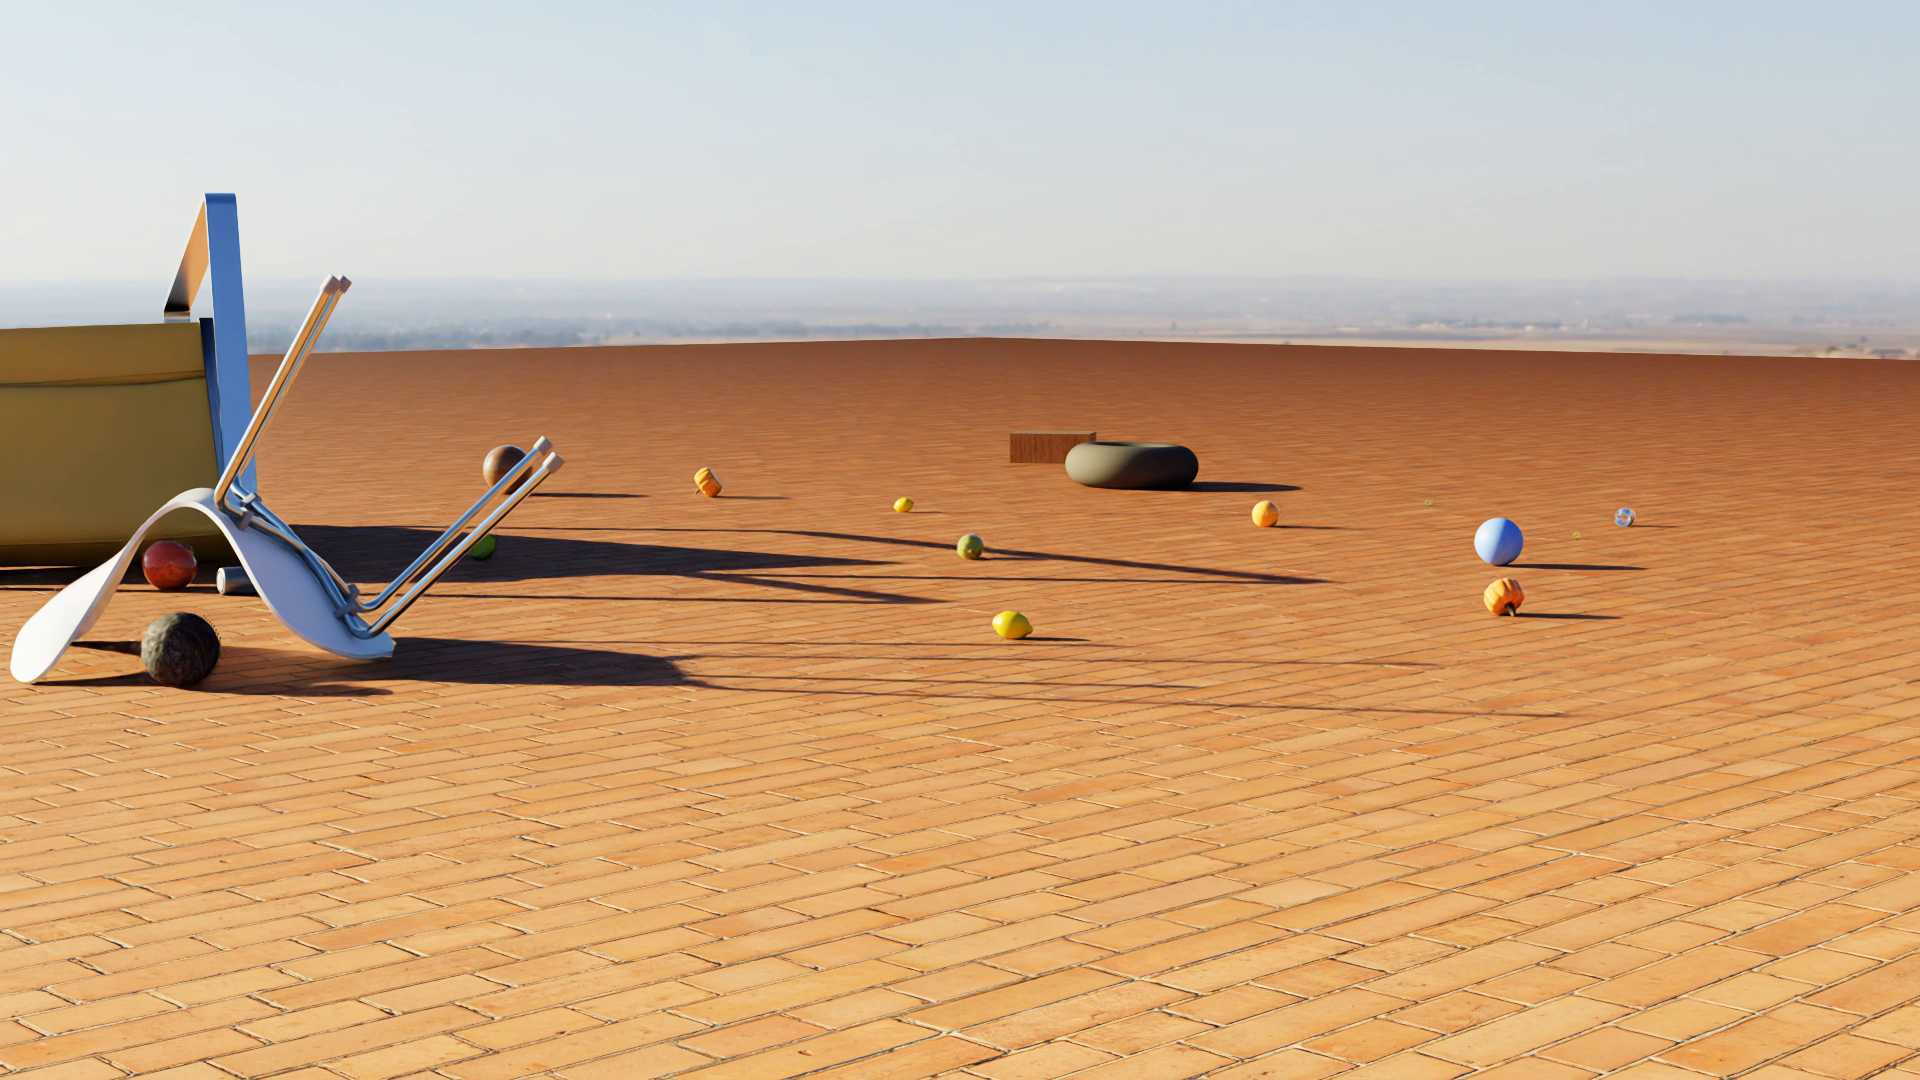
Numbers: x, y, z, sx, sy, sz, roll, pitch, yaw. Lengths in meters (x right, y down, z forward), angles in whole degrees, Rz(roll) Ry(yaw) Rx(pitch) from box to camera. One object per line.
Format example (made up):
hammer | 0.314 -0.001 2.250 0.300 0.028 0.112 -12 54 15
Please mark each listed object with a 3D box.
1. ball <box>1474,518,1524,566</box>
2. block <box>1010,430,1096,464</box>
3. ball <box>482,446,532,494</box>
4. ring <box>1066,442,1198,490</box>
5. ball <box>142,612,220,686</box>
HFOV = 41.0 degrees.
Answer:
ball | 1.228 0.004 5.842 0.109 0.109 0.109 0 6 0
block | 0.331 -0.330 9.110 0.284 0.104 0.175 1 6 11
ball | -1.367 -0.213 7.754 0.149 0.149 0.149 0 6 0
ring | 0.540 -0.235 8.068 0.431 0.132 0.391 5 7 37
ball | -1.252 0.175 4.121 0.120 0.120 0.120 0 6 0
